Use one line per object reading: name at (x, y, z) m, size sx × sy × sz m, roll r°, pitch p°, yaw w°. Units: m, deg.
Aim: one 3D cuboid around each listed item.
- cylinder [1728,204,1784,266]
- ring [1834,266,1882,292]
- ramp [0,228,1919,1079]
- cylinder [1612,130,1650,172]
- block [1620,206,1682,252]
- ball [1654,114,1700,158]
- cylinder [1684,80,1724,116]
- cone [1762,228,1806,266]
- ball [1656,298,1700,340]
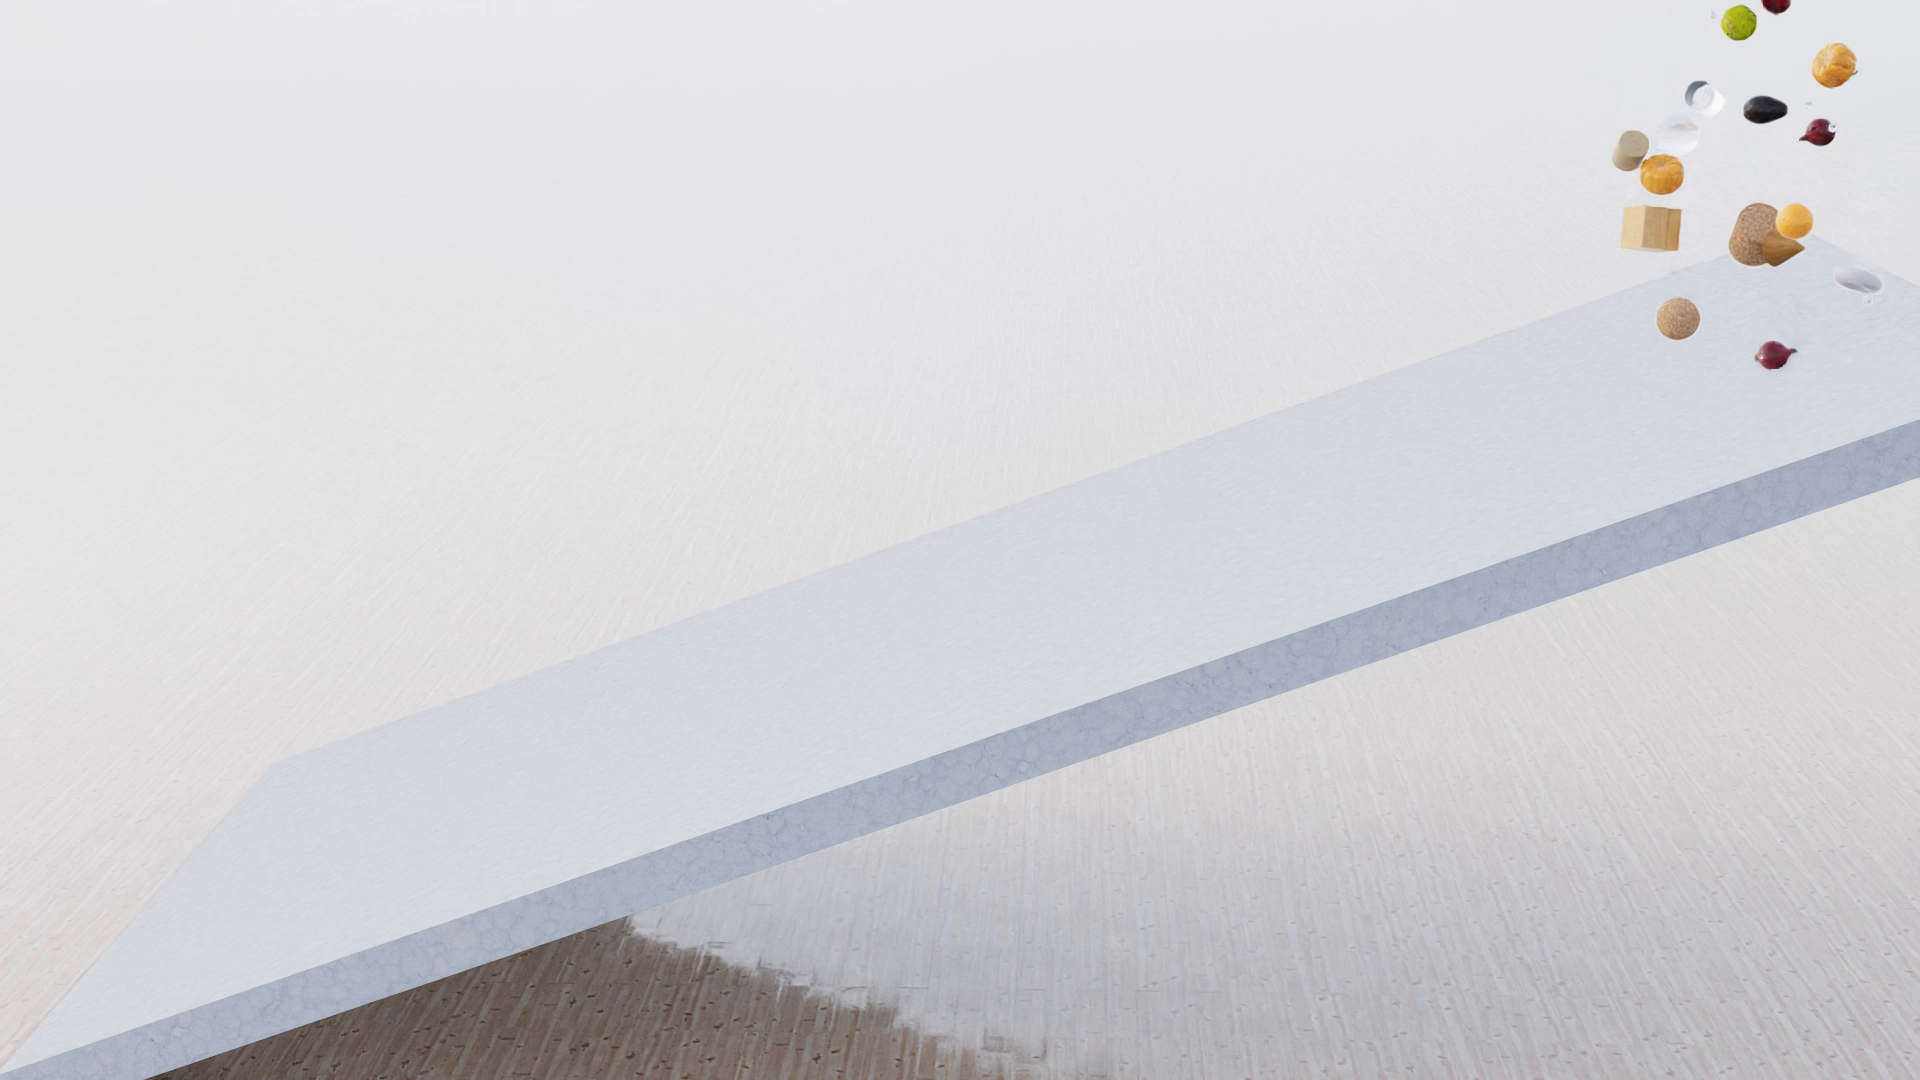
cylinder at (1.646, -0.631, 6.079) m, size 0.095 × 0.095 × 0.095 m, roll 1°, pitch -25°, yaw 3°
ring at (1.792, -0.520, 5.868) m, size 0.097 × 0.032 × 0.097 m, roll 20°, pitch -1°, yaw 0°
ramp at (0.115, 0.177, 6.298) m, size 4.000 × 0.100 × 2.000 m, roll -19°, pitch 11°, yaw 6°
cylinder at (1.374, -0.798, 6.027) m, size 0.063 × 0.063 × 0.063 m, roll -1°, pitch -21°, yaw -3°
block at (1.449, -0.652, 6.170) m, size 0.087 × 0.087 × 0.087 m, roll 4°, pitch 2°, yaw -18°
ball at (1.475, -0.831, 6.053) m, size 0.092 × 0.092 × 0.092 m, roll 0°, pitch 13°, yaw 0°
cylinder at (1.528, -0.907, 6.040) m, size 0.060 × 0.060 × 0.060 m, roll 11°, pitch -4°, yaw 40°
cone at (1.691, -0.595, 5.984) m, size 0.079 × 0.079 × 0.079 m, roll -9°, pitch 11°, yaw -34°
ball at (1.464, -0.451, 5.997) m, size 0.087 × 0.087 × 0.087 m, roll 0°, pitch 13°, yaw 0°
